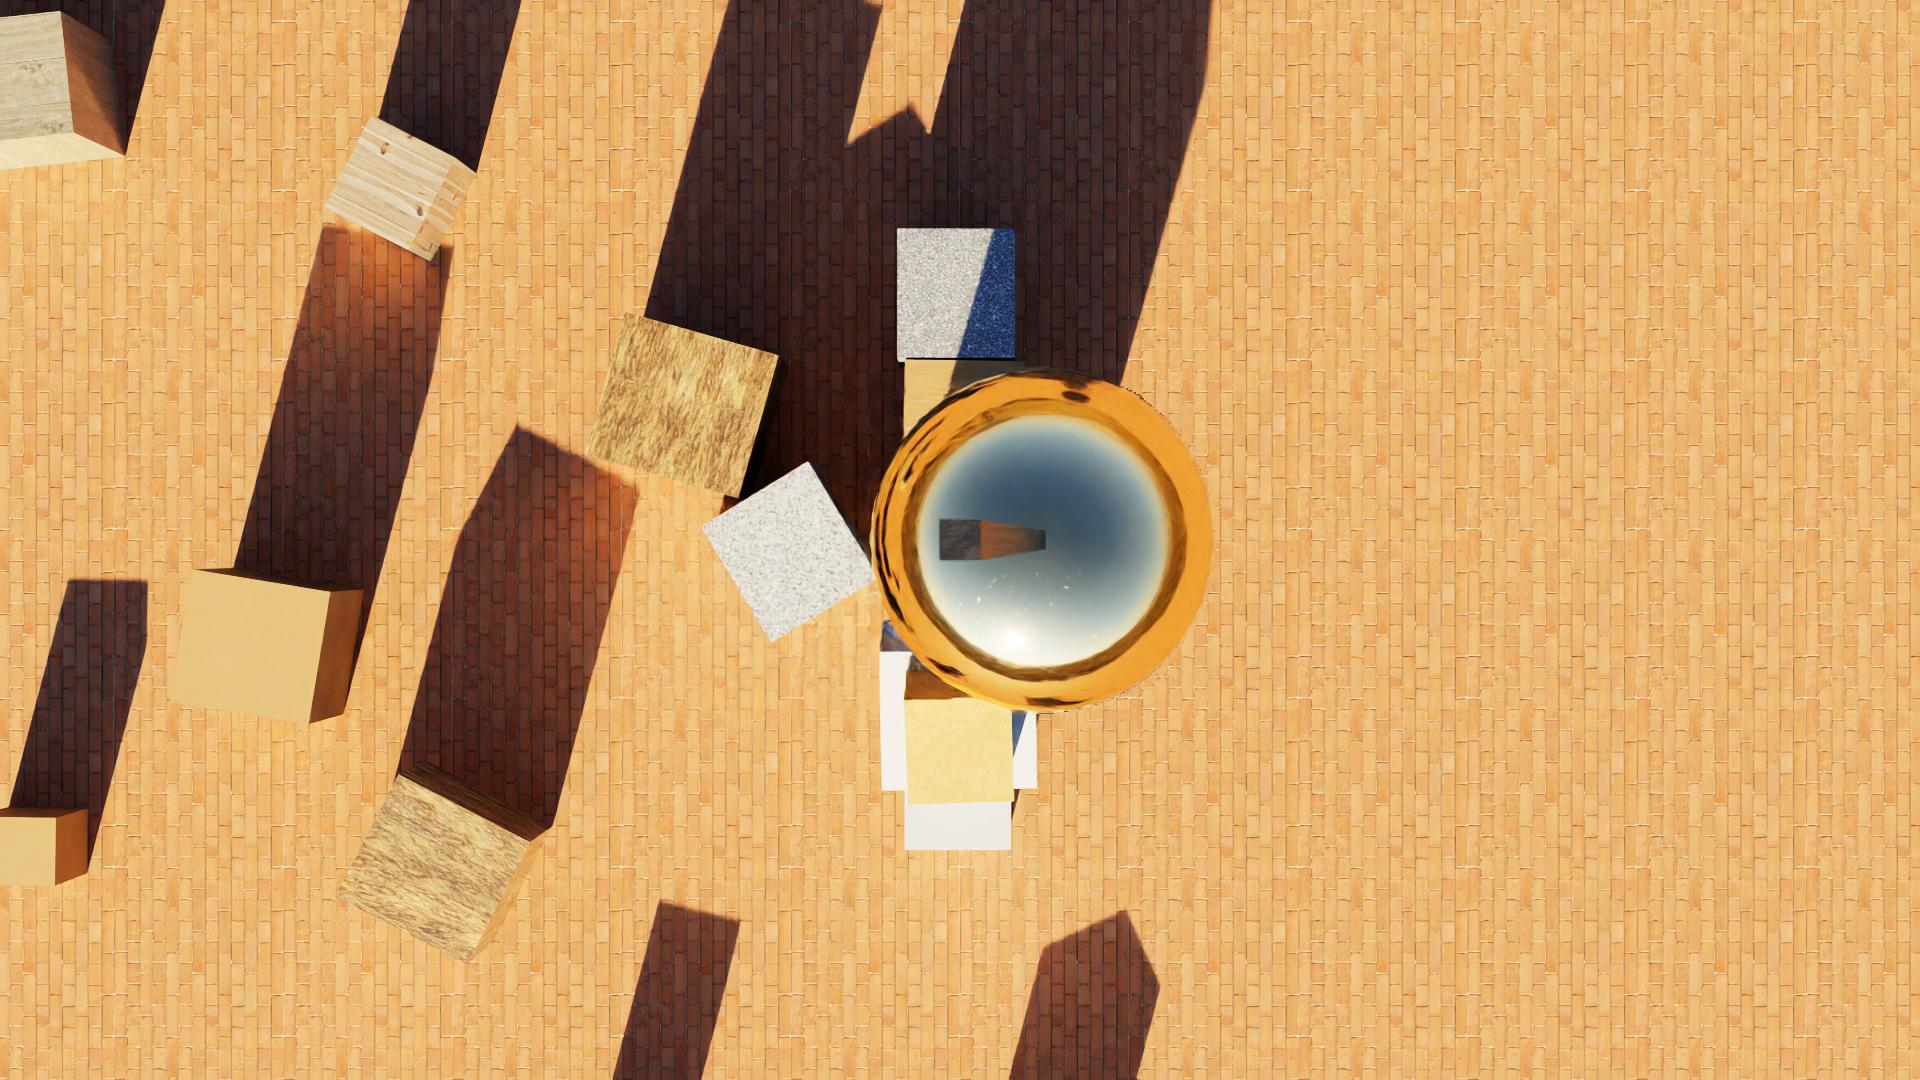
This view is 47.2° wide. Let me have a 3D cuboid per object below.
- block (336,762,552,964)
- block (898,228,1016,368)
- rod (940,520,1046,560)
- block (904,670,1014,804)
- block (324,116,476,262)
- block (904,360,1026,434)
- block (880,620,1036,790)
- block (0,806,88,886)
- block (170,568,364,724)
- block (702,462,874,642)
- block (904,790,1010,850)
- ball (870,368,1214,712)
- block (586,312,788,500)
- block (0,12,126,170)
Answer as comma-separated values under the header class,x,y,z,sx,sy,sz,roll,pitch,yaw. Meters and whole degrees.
class,x,y,z,sx,sy,sz,roll,pitch,yaw
block,-2.952,1.843,12.655,0.829,0.690,0.771,27,90,0
block,-0.021,-1.382,12.654,0.659,0.692,0.721,0,90,0
rod,0.164,0.000,6.841,0.080,5.200,0.080,0,90,4
block,-0.005,0.995,11.259,0.532,0.587,0.542,-2,101,0
block,-3.229,-2.025,12.727,0.534,0.547,0.586,27,90,0
block,0.026,-0.640,12.654,0.676,0.691,0.729,1,90,0
block,-0.010,0.876,11.917,0.817,0.750,0.750,-1,101,0
block,-5.392,1.774,12.767,0.470,0.466,0.387,1,90,0
block,-3.971,0.597,12.650,0.785,0.699,0.750,9,90,0
block,-0.950,0.066,12.631,0.698,0.739,0.756,-31,90,0
block,-0.012,1.406,12.679,0.597,0.641,0.671,0,90,0
ball,0.377,0.000,10.234,1.600,1.600,1.600,0,90,0
block,-1.552,-0.753,12.632,0.891,0.736,0.828,16,90,0
block,-5.372,-2.563,12.622,0.804,0.757,0.681,-6,90,0
